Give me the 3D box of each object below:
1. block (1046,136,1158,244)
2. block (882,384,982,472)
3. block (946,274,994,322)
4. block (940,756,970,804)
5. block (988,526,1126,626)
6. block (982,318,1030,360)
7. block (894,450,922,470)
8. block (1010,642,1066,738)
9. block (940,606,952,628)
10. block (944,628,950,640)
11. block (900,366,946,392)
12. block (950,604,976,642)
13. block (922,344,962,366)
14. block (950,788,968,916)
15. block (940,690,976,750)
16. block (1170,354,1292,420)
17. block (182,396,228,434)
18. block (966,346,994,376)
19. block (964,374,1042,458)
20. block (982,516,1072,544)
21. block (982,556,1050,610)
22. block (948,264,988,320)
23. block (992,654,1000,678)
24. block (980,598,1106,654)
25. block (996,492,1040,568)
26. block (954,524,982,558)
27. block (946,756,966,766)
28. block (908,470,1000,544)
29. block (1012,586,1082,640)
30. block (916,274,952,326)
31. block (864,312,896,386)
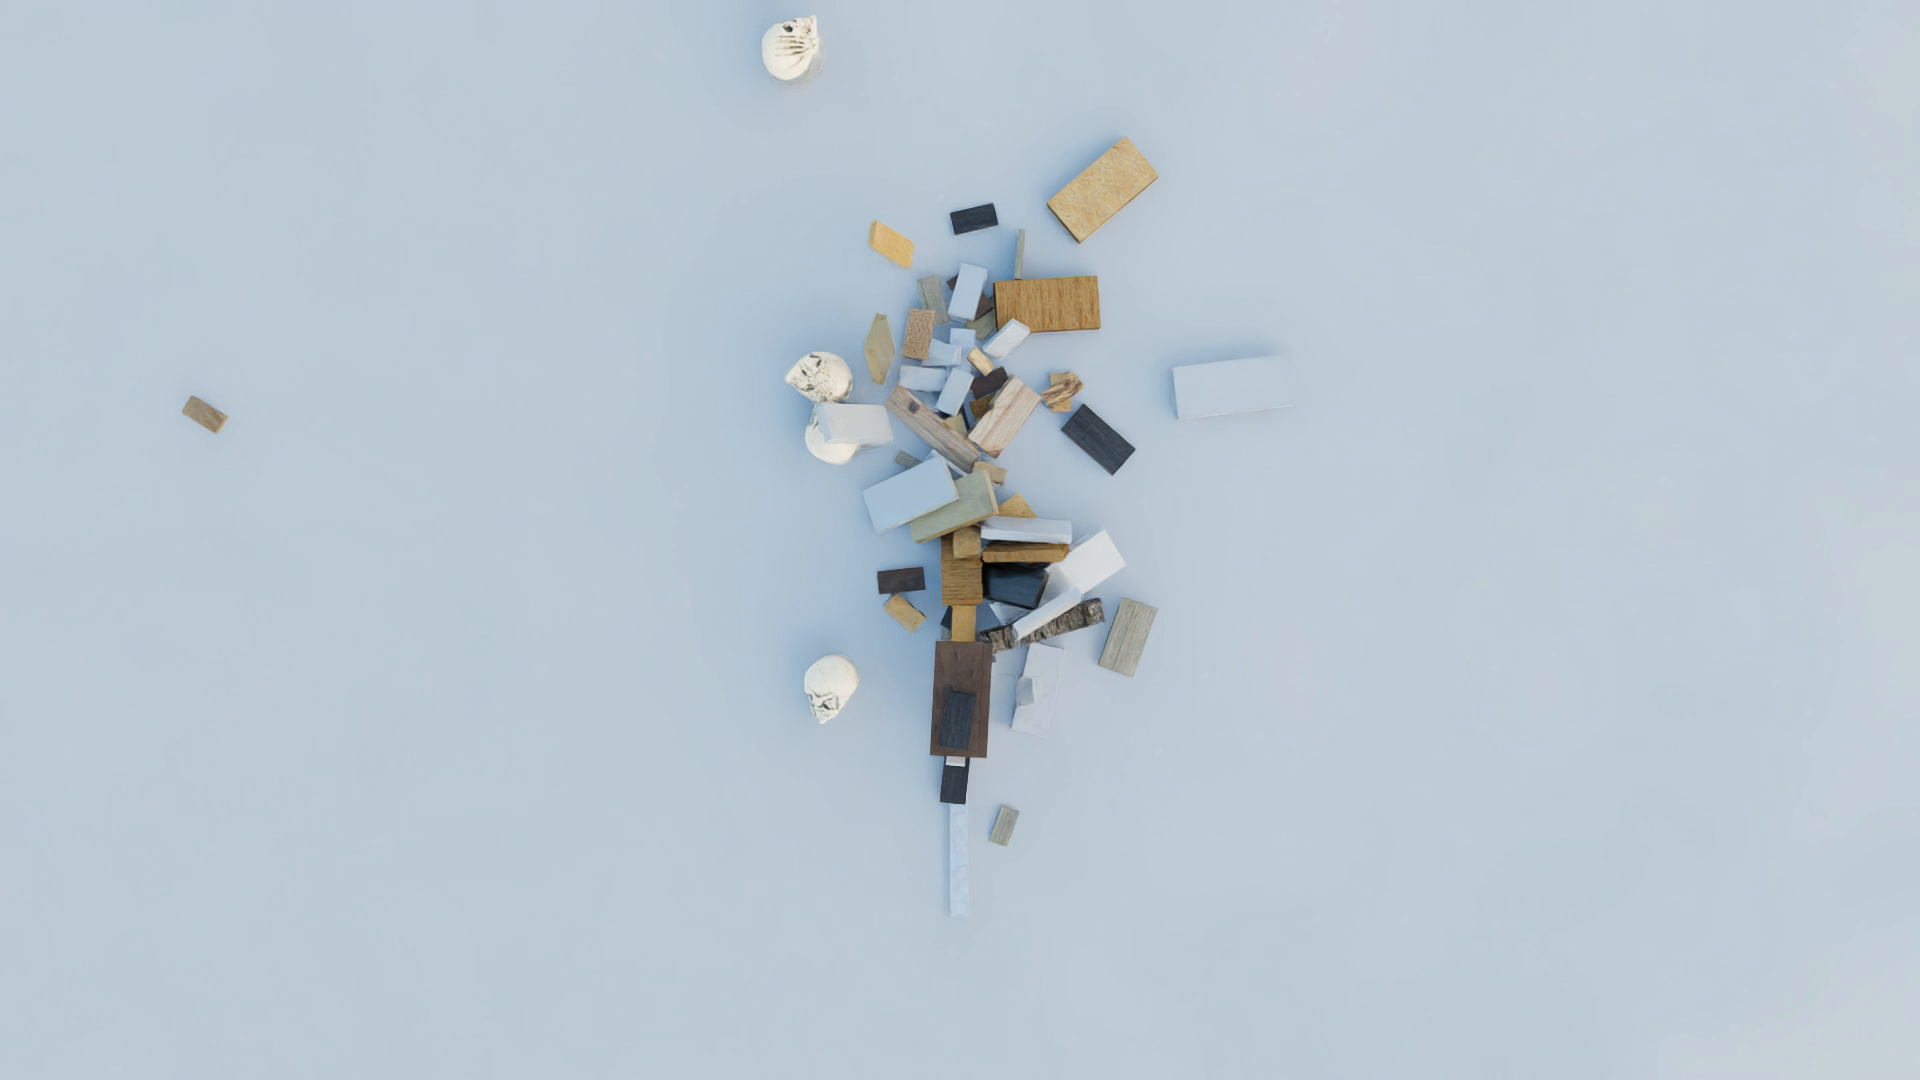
[{"bbox_3d":[0.473,-1.161,5.476,0.342,0.048,0.171,-40,90,0],"label":"block"},{"bbox_3d":[-0.093,-0.367,5.446,0.356,0.026,0.090,40,122,3],"label":"block"},{"bbox_3d":[0.033,-0.812,5.474,0.081,0.023,0.161,-34,80,2],"label":"block"},{"bbox_3d":[-0.016,0.787,5.471,0.086,0.024,0.171,6,90,0],"label":"block"},{"bbox_3d":[0.320,0.143,5.456,0.452,0.042,0.149,-34,109,0],"label":"block"},{"bbox_3d":[0.153,-0.662,5.432,0.075,0.021,0.149,25,131,-33],"label":"block"},{"bbox_3d":[-0.169,-0.258,5.493,0.093,0.013,0.046,30,90,0],"label":"block"},{"bbox_3d":[0.260,0.497,5.483,0.122,0.035,0.299,13,90,0],"label":"block"},{"bbox_3d":[-0.010,0.235,5.460,0.064,0.018,0.129,24,101,0],"label":"block"},{"bbox_3d":[-0.022,0.332,5.491,0.064,0.018,0.129,1,90,0],"label":"block"},{"bbox_3d":[-0.125,-0.535,5.489,0.149,0.021,0.075,5,90,0],"label":"block"},{"bbox_3d":[0.009,0.287,5.449,0.077,0.022,0.155,1,106,-10],"label":"block"},{"bbox_3d":[-0.061,-0.612,5.472,0.134,0.019,0.067,-1,90,17],"label":"block"},{"bbox_3d":[-0.003,0.988,5.491,0.061,0.017,0.526,0,90,0],"label":"block"},{"bbox_3d":[-0.005,0.556,5.084,0.086,0.024,0.171,9,90,0],"label":"block"},{"bbox_3d":[0.902,-0.509,5.476,0.381,0.048,0.171,-7,90,0],"label":"block"},{"bbox_3d":[-2.515,-0.417,5.491,0.134,0.019,0.067,32,90,0],"label":"block"},{"bbox_3d":[0.067,-0.590,5.460,0.093,0.013,0.046,44,76,-23],"label":"block"},{"bbox_3d":[0.145,-0.408,5.460,0.127,0.036,0.255,37,90,-21],"label":"block"},{"bbox_3d":[0.218,-0.034,5.407,0.293,0.116,0.033,4,114,0],"label":"block"},{"bbox_3d":[0.150,0.139,5.403,0.264,0.037,0.132,13,71,28],"label":"block"},{"bbox_3d":[0.026,-0.820,5.452,0.087,0.025,0.174,15,85,9],"label":"block"},{"bbox_3d":[0.031,0.419,5.323,0.177,0.354,0.050,-9,90,0],"label":"block"},{"bbox_3d":[0.276,0.288,5.455,0.412,0.022,0.077,-16,108,-6],"label":"block"},{"bbox_3d":[0.217,-0.032,5.484,0.116,0.033,0.232,-37,90,0],"label":"block"},{"bbox_3d":[0.023,-0.025,5.444,0.090,0.026,0.181,-1,61,0],"label":"block"},{"bbox_3d":[-0.011,0.688,5.457,0.061,0.017,0.122,5,55,-1],"label":"block"},{"bbox_3d":[-0.030,-0.108,5.411,0.298,0.042,0.149,-21,72,19],"label":"block"},{"bbox_3d":[0.282,0.239,5.373,0.244,0.122,0.035,-30,77,-9],"label":"block"},{"bbox_3d":[-0.089,-0.795,5.489,0.081,0.023,0.161,-15,90,0],"label":"block"},{"bbox_3d":[-0.260,-0.619,5.358,0.036,0.255,0.127,16,71,10],"label":"block"}]
